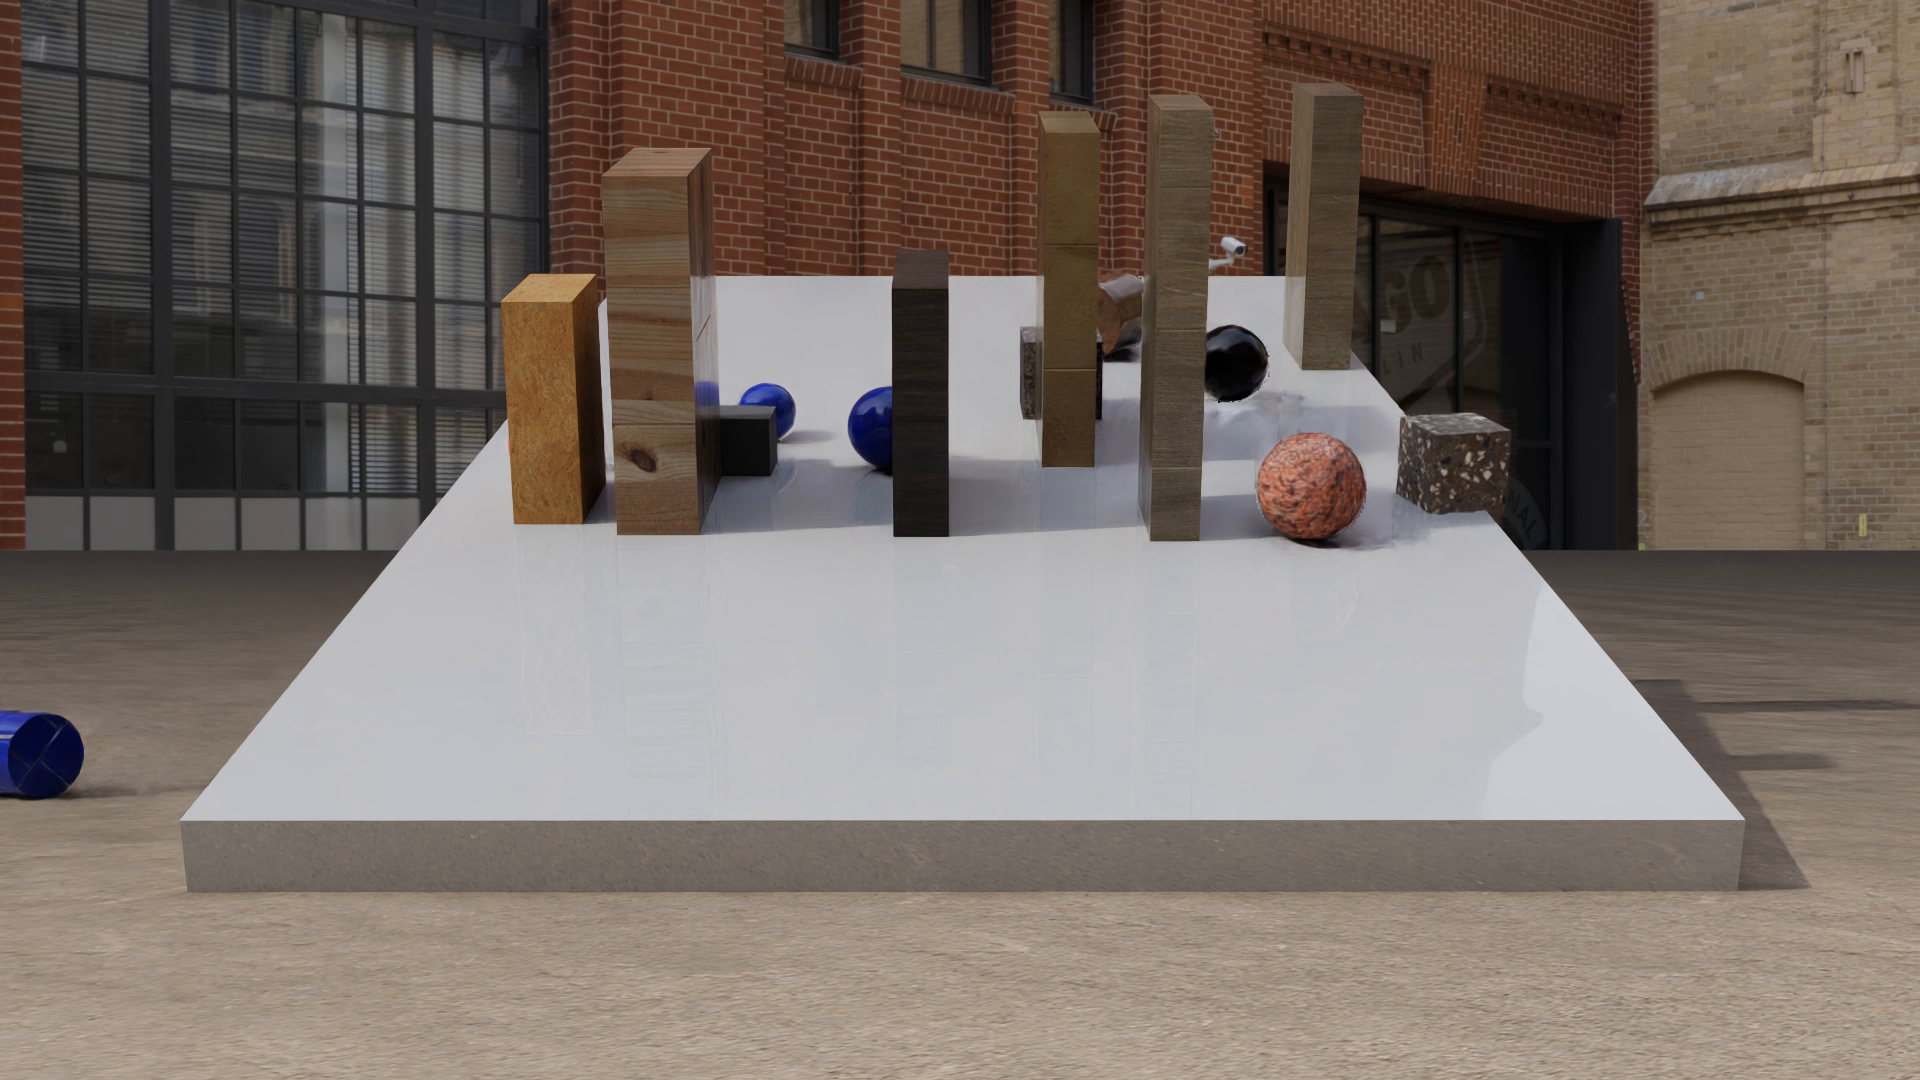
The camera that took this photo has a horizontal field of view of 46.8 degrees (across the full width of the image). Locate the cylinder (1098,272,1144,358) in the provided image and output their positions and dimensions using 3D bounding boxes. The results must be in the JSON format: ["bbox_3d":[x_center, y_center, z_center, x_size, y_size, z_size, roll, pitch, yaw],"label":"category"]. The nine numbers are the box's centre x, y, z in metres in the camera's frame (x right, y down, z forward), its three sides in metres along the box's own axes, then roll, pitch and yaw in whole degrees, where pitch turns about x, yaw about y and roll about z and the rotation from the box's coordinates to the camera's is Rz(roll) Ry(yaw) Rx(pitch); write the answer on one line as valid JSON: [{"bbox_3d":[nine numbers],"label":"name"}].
[{"bbox_3d":[0.357,-0.563,5.563,0.195,0.195,0.195,0,14,31],"label":"cylinder"}]

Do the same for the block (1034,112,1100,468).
[{"bbox_3d":[0.220,-0.530,4.619,0.107,0.674,0.412,0,17,0],"label":"block"}]

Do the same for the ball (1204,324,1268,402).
[{"bbox_3d":[0.617,-0.404,5.067,0.174,0.174,0.174,0,0,0],"label":"ball"}]

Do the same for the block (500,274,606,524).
[{"bbox_3d":[-0.765,-0.271,4.196,0.128,0.418,0.290,0,17,0],"label":"block"}]

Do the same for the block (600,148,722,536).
[{"bbox_3d":[-0.552,-0.381,4.157,0.149,0.652,0.419,0,17,0],"label":"block"}]

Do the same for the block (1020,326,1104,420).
[{"bbox_3d":[0.225,-0.376,4.972,0.174,0.174,0.174,0,17,-1],"label":"block"}]

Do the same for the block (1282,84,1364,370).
[{"bbox_3d":[0.891,-0.777,5.468,0.117,0.659,0.330,0,17,0],"label":"block"}]

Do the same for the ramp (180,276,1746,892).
[{"bbox_3d":[-0.003,-0.170,4.762,2.000,0.100,4.000,0,17,0],"label":"ramp"}]

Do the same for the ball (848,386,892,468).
[{"bbox_3d":[-0.146,-0.229,4.496,0.166,0.166,0.166,0,0,0],"label":"ball"}]

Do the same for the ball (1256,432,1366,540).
[{"bbox_3d":[0.635,-0.098,4.014,0.195,0.195,0.195,0,0,0],"label":"ball"}]

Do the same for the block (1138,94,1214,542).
[{"bbox_3d":[0.389,-0.406,4.038,0.090,0.771,0.277,0,17,0],"label":"block"}]

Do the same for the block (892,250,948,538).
[{"bbox_3d":[-0.072,-0.285,4.177,0.101,0.457,0.421,0,17,0],"label":"block"}]

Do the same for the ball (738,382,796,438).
[{"bbox_3d":[-0.410,-0.272,4.712,0.125,0.125,0.125,0,0,0],"label":"ball"}]

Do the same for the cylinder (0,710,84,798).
[{"bbox_3d":[-1.667,0.380,3.937,0.149,0.149,0.149,0,0,34],"label":"cylinder"}]

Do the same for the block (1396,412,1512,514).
[{"bbox_3d":[0.945,-0.148,4.252,0.154,0.154,0.154,-4,17,-13],"label":"block"}]

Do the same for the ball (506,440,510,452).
[{"bbox_3d":[-0.849,-0.198,4.464,0.124,0.124,0.124,0,0,0],"label":"ball"}]

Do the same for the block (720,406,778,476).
[{"bbox_3d":[-0.436,-0.202,4.489,0.117,0.117,0.117,1,17,2],"label":"block"}]
